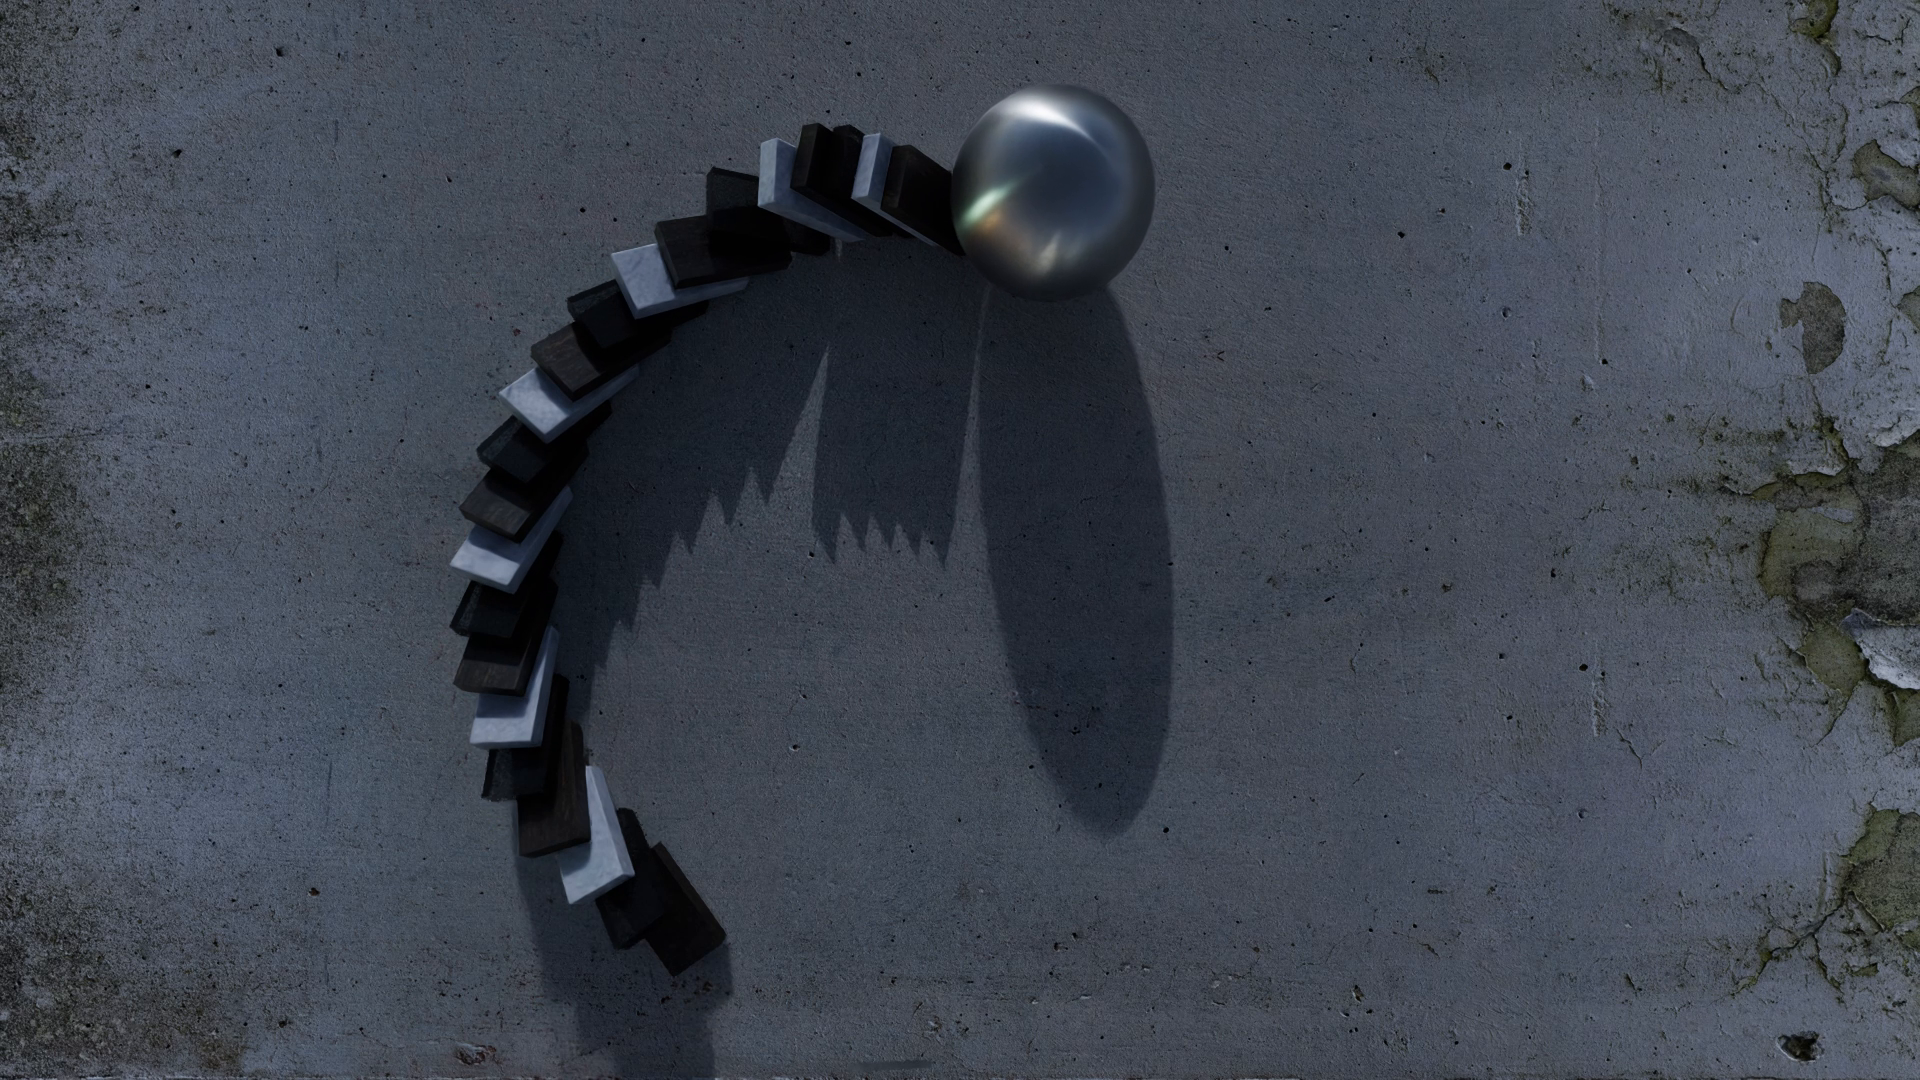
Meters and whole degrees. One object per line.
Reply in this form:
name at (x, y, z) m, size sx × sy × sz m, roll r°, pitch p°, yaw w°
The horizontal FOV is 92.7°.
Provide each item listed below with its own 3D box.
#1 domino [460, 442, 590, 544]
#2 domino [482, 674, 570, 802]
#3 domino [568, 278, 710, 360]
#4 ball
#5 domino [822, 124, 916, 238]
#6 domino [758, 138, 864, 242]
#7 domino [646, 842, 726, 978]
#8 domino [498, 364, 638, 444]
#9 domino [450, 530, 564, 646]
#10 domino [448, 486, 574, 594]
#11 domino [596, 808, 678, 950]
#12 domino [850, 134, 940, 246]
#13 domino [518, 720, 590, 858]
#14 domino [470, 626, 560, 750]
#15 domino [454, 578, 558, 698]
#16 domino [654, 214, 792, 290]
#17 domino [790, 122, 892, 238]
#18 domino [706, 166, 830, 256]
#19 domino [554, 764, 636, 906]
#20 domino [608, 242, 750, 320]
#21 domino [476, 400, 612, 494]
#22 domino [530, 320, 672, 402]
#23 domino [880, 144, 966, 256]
domino at (-0.182, -0.025, 0.384) m, size 0.025 × 0.010 × 0.050 m, roll 26°, pitch 62°, yaw 0°
domino at (-0.182, 0.083, 0.384) m, size 0.025 × 0.010 × 0.050 m, roll -4°, pitch 63°, yaw 0°
domino at (-0.134, -0.098, 0.384) m, size 0.050 × 0.010 × 0.025 m, roll -34°, pitch 90°, yaw -28°
ball at (0.036, -0.135, 0.360) m, size 0.080 × 0.080 × 0.080 m, roll 0°, pitch 90°, yaw 0°
domino at (-0.033, -0.146, 0.378) m, size 0.010 × 0.050 × 0.025 m, roll 12°, pitch 90°, yaw 39°
domino at (-0.060, -0.143, 0.377) m, size 0.009 × 0.050 × 0.025 m, roll 3°, pitch 90°, yaw 38°
domino at (-0.126, 0.159, 0.395) m, size 0.025 × 0.010 × 0.050 m, roll -35°, pitch 90°, yaw 0°
domino at (-0.163, -0.065, 0.384) m, size 0.025 × 0.009 × 0.050 m, roll 42°, pitch 62°, yaw 0°
domino at (-0.189, 0.018, 0.384) m, size 0.025 × 0.010 × 0.050 m, roll 11°, pitch 62°, yaw 0°
domino at (-0.187, -0.004, 0.384) m, size 0.025 × 0.010 × 0.050 m, roll 19°, pitch 62°, yaw 0°
domino at (-0.141, 0.141, 0.384) m, size 0.025 × 0.010 × 0.050 m, roll -36°, pitch 63°, yaw 0°
domino at (-0.022, -0.143, 0.378) m, size 0.010 × 0.050 × 0.025 m, roll 12°, pitch 90°, yaw 39°
domino at (-0.171, 0.104, 0.384) m, size 0.025 × 0.010 × 0.050 m, roll -17°, pitch 63°, yaw 0°
domino at (-0.186, 0.061, 0.384) m, size 0.025 × 0.010 × 0.050 m, roll -2°, pitch 63°, yaw 0°
domino at (-0.189, 0.039, 0.384) m, size 0.025 × 0.009 × 0.050 m, roll 6°, pitch 62°, yaw 0°
domino at (-0.099, -0.123, 0.384) m, size 0.050 × 0.009 × 0.025 m, roll -20°, pitch 90°, yaw -28°
domino at (-0.046, -0.147, 0.377) m, size 0.009 × 0.050 × 0.025 m, roll 12°, pitch 90°, yaw 39°
domino at (-0.080, -0.136, 0.383) m, size 0.050 × 0.010 × 0.025 m, roll 0°, pitch 88°, yaw -31°
domino at (-0.157, 0.123, 0.385) m, size 0.025 × 0.009 × 0.050 m, roll -30°, pitch 64°, yaw 0°
domino at (-0.117, -0.112, 0.384) m, size 0.050 × 0.009 × 0.025 m, roll -26°, pitch 90°, yaw -28°
domino at (-0.173, -0.046, 0.384) m, size 0.025 × 0.009 × 0.050 m, roll 34°, pitch 62°, yaw 0°
domino at (-0.150, -0.082, 0.384) m, size 0.025 × 0.010 × 0.050 m, roll 47°, pitch 62°, yaw 0°
domino at (-0.010, -0.139, 0.378) m, size 0.009 × 0.050 × 0.025 m, roll 12°, pitch 90°, yaw 39°
